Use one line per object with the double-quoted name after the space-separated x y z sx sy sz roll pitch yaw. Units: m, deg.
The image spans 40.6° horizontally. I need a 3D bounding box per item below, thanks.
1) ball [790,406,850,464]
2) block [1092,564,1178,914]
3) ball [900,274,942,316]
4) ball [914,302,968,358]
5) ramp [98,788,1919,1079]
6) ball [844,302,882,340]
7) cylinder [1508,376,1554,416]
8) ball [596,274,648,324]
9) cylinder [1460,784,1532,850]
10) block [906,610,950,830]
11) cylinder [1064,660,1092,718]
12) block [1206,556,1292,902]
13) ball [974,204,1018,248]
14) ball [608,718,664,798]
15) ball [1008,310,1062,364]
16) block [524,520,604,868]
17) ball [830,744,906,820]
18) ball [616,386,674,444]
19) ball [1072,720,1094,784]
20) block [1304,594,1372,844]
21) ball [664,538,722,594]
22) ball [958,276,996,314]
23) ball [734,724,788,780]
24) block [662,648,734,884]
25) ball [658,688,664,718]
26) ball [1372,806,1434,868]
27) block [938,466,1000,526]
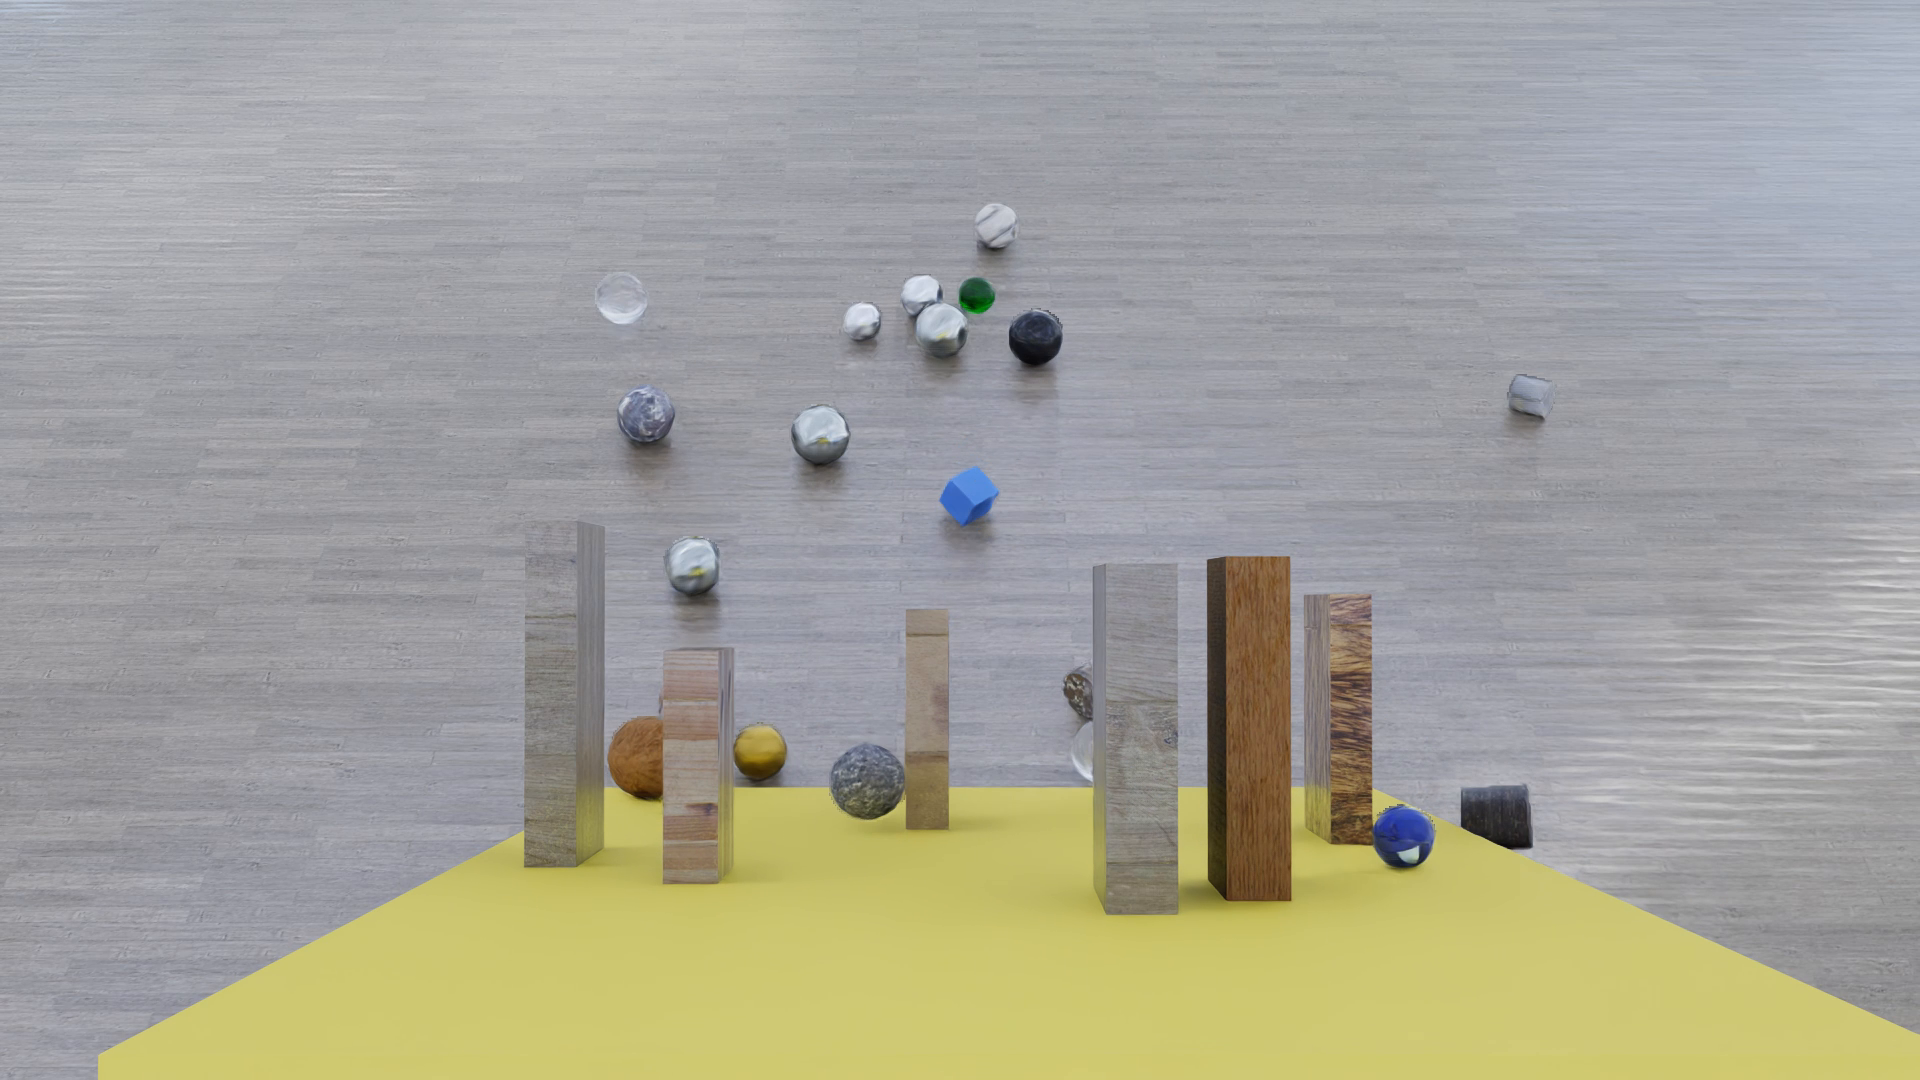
-0.442 -0.333 8.228 0.187 0.187 0.187 0 34 0 "ball"
0.283 0.314 4.228 0.112 0.545 0.396 0 -1 0 "block"
-0.133 -0.849 9.037 0.147 0.147 0.147 0 34 0 "ball"
-0.063 -0.711 8.796 0.185 0.185 0.185 0 34 0 "ball"
0.075 0.649 4.783 2.000 0.100 4.000 0 -1 0 "ramp"
-0.335 -0.749 8.900 0.131 0.131 0.131 0 34 0 "ball"
1.871 -0.472 8.497 0.114 0.114 0.114 16 37 25 "cylinder"
-1.171 -0.835 8.989 0.177 0.177 0.177 0 34 0 "ball"
1.204 0.625 5.825 0.144 0.144 0.144 -5 32 16 "cylinder"
-0.070 0.387 5.698 0.091 0.468 0.331 0 -1 0 "block"
0.381 0.400 7.177 0.137 0.137 0.137 27 42 35 "cylinder"
0.485 0.310 4.374 0.105 0.559 0.324 0 -1 0 "block"
0.132 -1.145 9.464 0.164 0.164 0.164 0 34 0 "ball"
-0.768 0.537 6.396 0.200 0.200 0.200 0 34 0 "ball"
0.254 -0.683 8.755 0.184 0.184 0.184 0 34 0 "ball"
-0.750 0.286 4.939 0.095 0.634 0.373 0 -1 0 "block"
-0.196 0.513 5.504 0.160 0.160 0.160 0 34 0 "ball"
-1.010 -0.403 8.335 0.185 0.185 0.185 0 34 0 "ball"
0.384 0.561 6.882 0.178 0.178 0.178 0 34 0 "ball"
0.782 0.363 5.387 0.083 0.500 0.398 0 -1 0 "block"
-0.785 0.077 7.631 0.169 0.169 0.169 0 34 0 "ball"
0.057 -0.855 9.061 0.130 0.130 0.130 0 34 0 "ball"
-0.534 0.565 6.920 0.146 0.146 0.146 0 34 0 "ball"
-0.464 0.395 4.625 0.095 0.401 0.312 0 -1 0 "block"
-0.756 0.446 7.104 0.141 0.141 0.141 0 34 0 "ball"
0.807 0.541 4.724 0.113 0.113 0.113 0 34 0 "ball"
0.028 -0.135 7.963 0.112 0.112 0.112 -30 70 -37 "block"
